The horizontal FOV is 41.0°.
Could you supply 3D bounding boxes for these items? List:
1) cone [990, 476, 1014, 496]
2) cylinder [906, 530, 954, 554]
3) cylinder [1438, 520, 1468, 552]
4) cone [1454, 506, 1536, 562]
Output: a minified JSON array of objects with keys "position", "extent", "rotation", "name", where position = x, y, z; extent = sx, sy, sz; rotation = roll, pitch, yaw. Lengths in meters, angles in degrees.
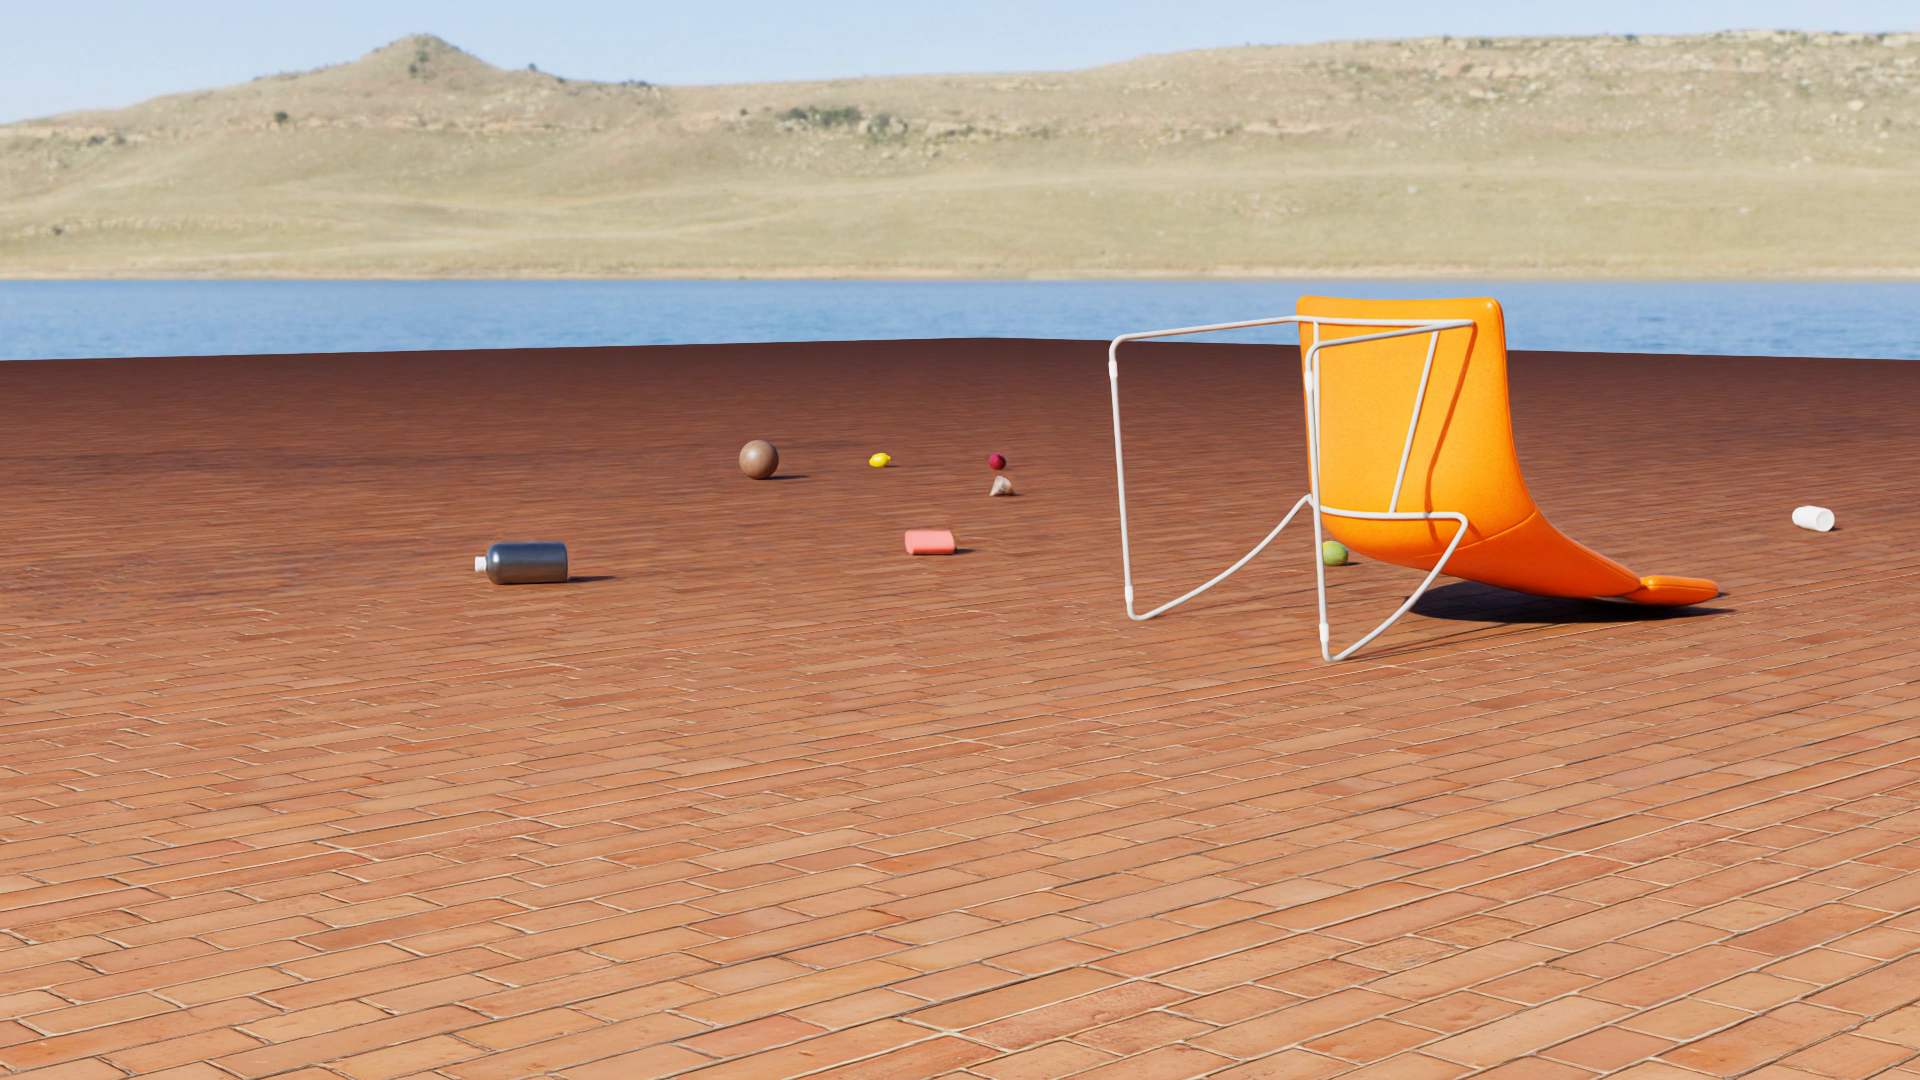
[{"position":[0.110,-0.146,7.682],"extent":[0.065,0.066,0.076],"rotation":[-38,21,-25],"name":"cone"},{"position":[-0.073,0.006,6.095],"extent":[0.097,0.051,0.099],"rotation":[-1,15,-13],"name":"cylinder"},{"position":[1.180,-0.008,6.134],"extent":[0.050,0.074,0.060],"rotation":[13,-12,23],"name":"cylinder"},{"position":[1.255,-0.020,6.015],"extent":[0.194,0.121,0.232],"rotation":[2,6,15],"name":"cone"}]
